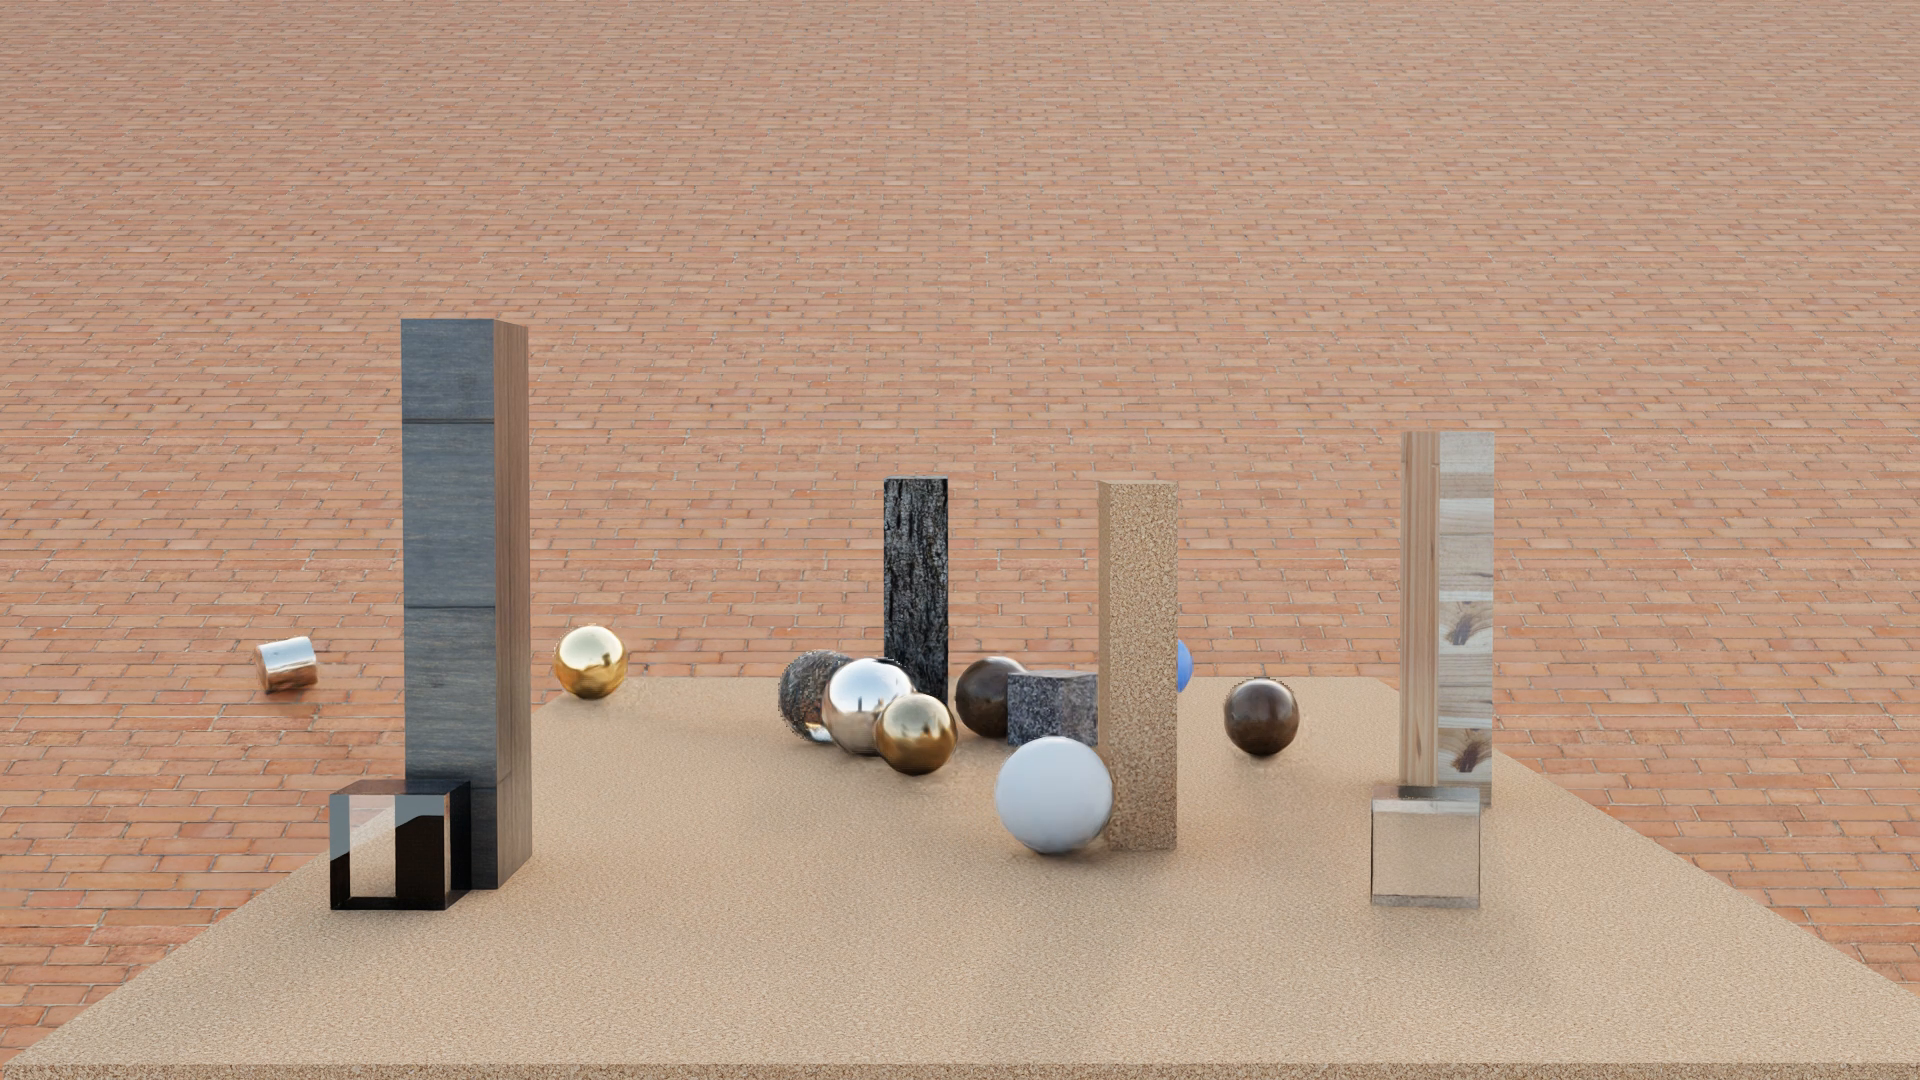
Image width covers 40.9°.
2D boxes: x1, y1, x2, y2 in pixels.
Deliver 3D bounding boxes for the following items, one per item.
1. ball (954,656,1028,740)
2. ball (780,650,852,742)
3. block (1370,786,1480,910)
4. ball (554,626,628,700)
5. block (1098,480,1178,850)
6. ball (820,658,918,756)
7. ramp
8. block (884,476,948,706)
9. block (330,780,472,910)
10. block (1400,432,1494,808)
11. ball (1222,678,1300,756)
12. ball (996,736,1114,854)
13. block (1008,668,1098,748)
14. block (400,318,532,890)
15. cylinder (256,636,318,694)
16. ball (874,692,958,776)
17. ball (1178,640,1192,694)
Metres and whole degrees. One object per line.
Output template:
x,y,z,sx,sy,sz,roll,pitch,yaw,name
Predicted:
0.073,0.319,5.221,0.169,0.169,0.169,0,23,0,ball
-0.271,0.314,5.173,0.185,0.185,0.185,0,23,0,ball
0.622,0.408,3.436,0.140,0.140,0.140,0,2,11,block
-0.859,0.286,6.005,0.173,0.173,0.173,0,23,0,ball
0.272,0.183,3.972,0.100,0.545,0.306,0,2,0,block
-0.172,0.320,4.943,0.190,0.190,0.190,0,23,0,ball
0.053,0.482,4.539,2.000,0.100,4.000,0,2,0,ramp
-0.090,0.131,5.438,0.130,0.528,0.435,0,2,0,block
-0.743,0.404,3.428,0.151,0.151,0.151,0,2,2,block
0.836,0.124,4.440,0.089,0.623,0.372,0,2,0,block
0.580,0.341,4.950,0.147,0.147,0.147,0,23,0,ball
0.140,0.377,3.799,0.174,0.174,0.174,0,23,0,ball
0.194,0.336,5.123,0.143,0.143,0.143,2,3,41,block
-0.692,0.083,3.633,0.125,0.775,0.285,0,2,0,block
-1.744,0.323,6.664,0.127,0.127,0.127,-12,26,-26,cylinder
-0.079,0.352,4.664,0.150,0.150,0.150,0,23,0,ball
0.463,0.294,5.983,0.155,0.155,0.155,0,23,0,ball
